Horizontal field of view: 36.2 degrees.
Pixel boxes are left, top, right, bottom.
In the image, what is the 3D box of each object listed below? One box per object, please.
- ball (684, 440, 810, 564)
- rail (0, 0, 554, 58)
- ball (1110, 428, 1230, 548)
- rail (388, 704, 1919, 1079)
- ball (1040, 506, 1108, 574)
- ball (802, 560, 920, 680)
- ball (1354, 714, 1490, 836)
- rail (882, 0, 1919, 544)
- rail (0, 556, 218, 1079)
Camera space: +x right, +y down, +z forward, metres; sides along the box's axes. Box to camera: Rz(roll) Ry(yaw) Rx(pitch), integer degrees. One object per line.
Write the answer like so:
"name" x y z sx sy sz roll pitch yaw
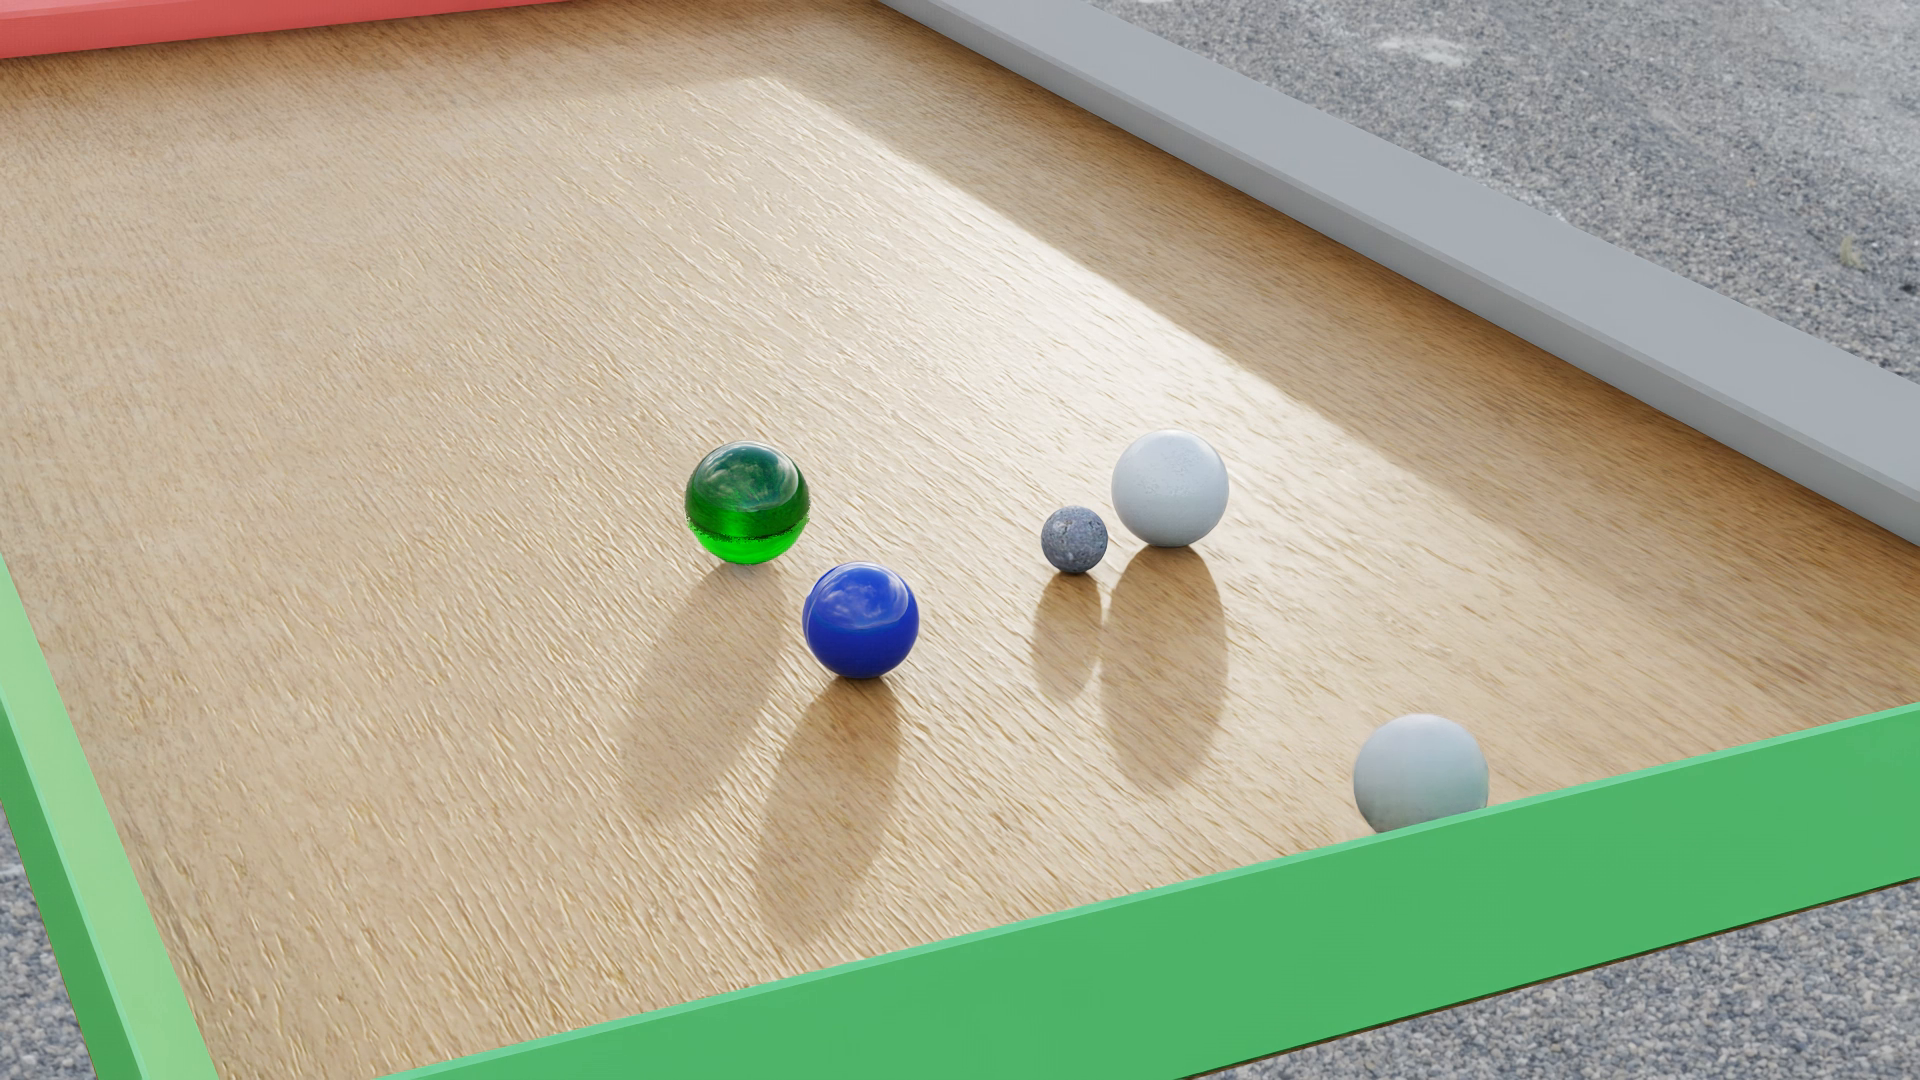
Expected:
"ball" -0.163 -0.029 2.262 0.096 0.096 0.096 0 24 0
"rail" -0.822 -0.728 3.828 1.427 0.125 0.045 -11 26 -23
"ball" 0.164 -0.040 2.291 0.093 0.093 0.093 0 24 0
"rail" 0.267 0.204 1.687 1.427 0.125 0.045 -11 26 -23
"ball" 0.088 -0.001 2.251 0.052 0.052 0.052 0 24 0
"ball" -0.070 0.057 2.080 0.084 0.084 0.084 0 24 0
"ball" 0.291 0.153 1.857 0.086 0.086 0.086 0 24 0
"rail" 0.348 -0.378 3.025 0.045 0.125 2.625 -11 26 -23
"rail" -0.903 -0.145 2.490 0.045 0.125 2.625 -11 26 -23
